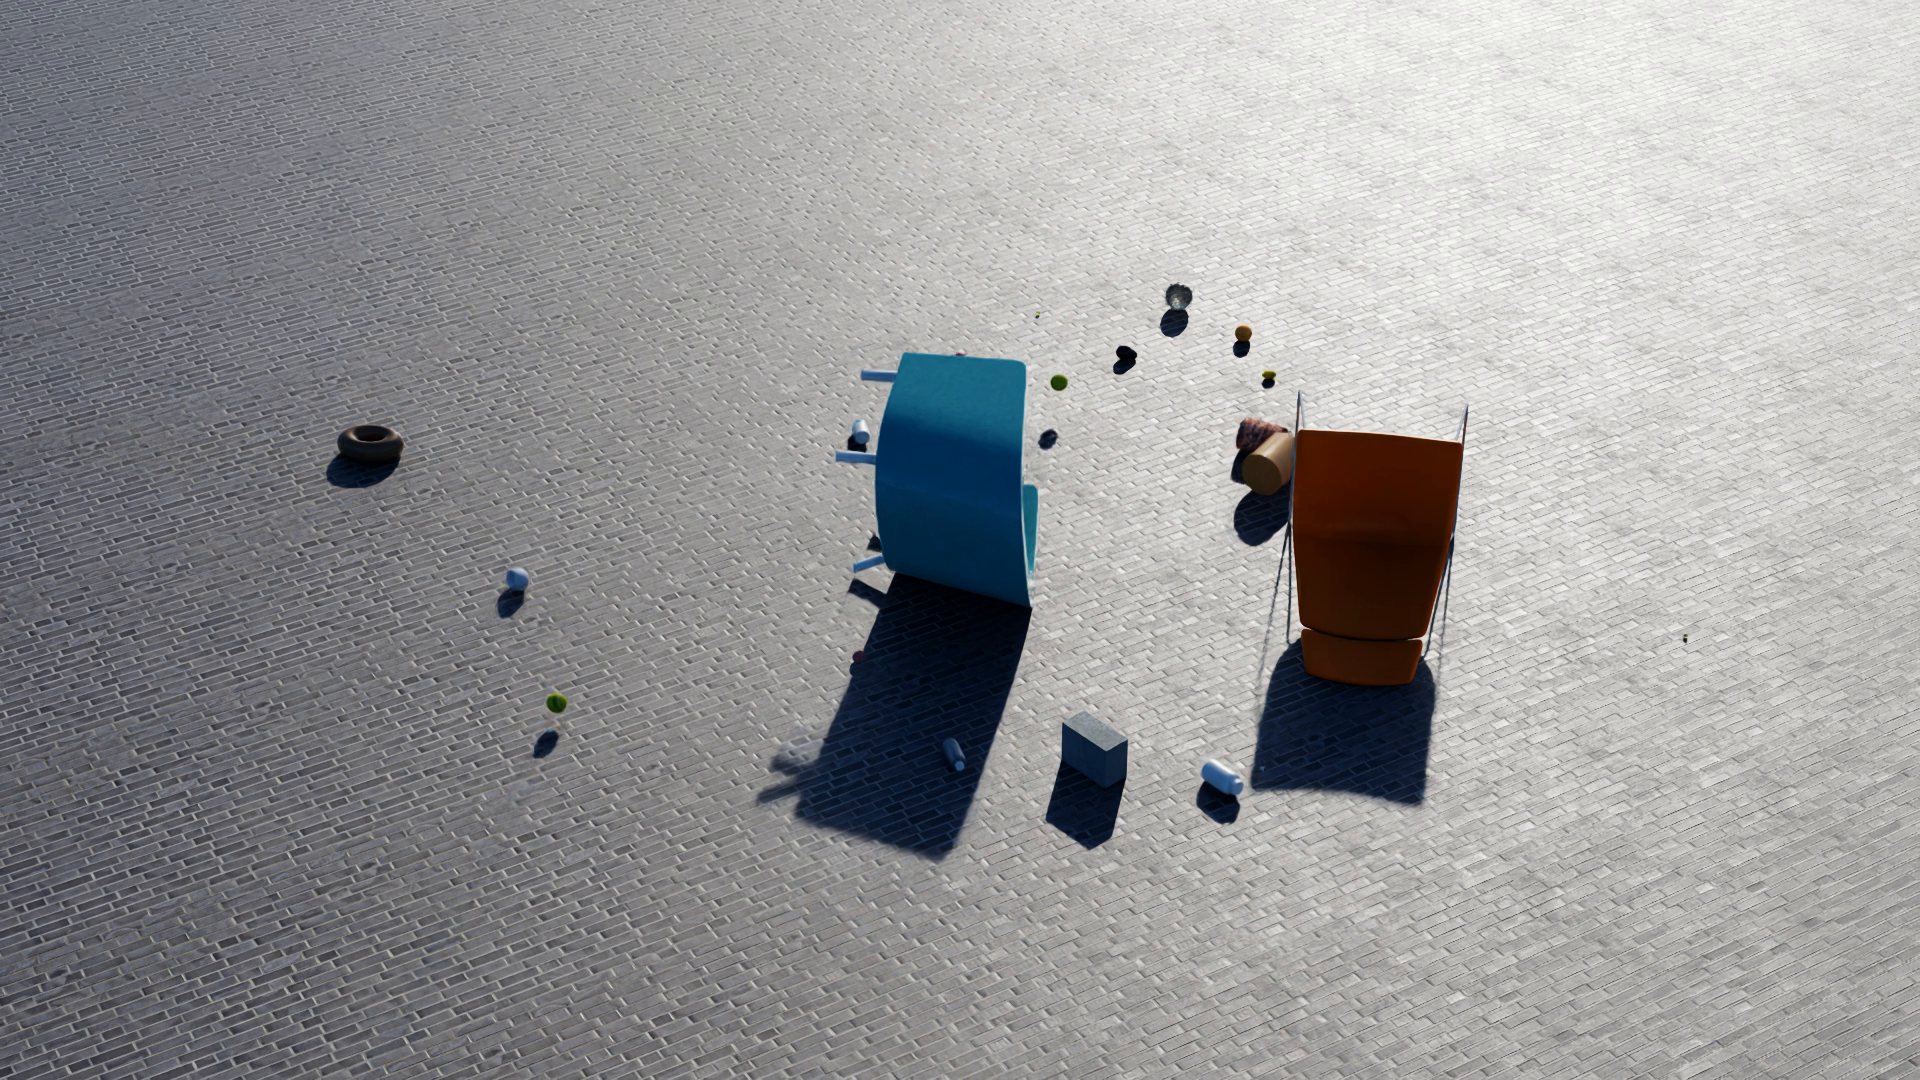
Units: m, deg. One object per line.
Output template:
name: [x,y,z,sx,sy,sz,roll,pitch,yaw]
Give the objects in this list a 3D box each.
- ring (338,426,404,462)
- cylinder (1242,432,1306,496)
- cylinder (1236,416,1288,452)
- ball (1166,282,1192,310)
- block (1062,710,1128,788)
ring: [-2.299,-0.375,11.434,0.265,0.089,0.198,6,33,8]
cylinder: [1.201,-0.293,11.233,0.172,0.173,0.198,38,45,12]
cylinder: [1.178,-0.398,11.436,0.164,0.120,0.131,17,72,24]
ball: [0.926,-1.032,12.405,0.116,0.116,0.116,0,33,0]
block: [0.447,0.696,9.747,0.100,0.155,0.211,-26,41,-34]
